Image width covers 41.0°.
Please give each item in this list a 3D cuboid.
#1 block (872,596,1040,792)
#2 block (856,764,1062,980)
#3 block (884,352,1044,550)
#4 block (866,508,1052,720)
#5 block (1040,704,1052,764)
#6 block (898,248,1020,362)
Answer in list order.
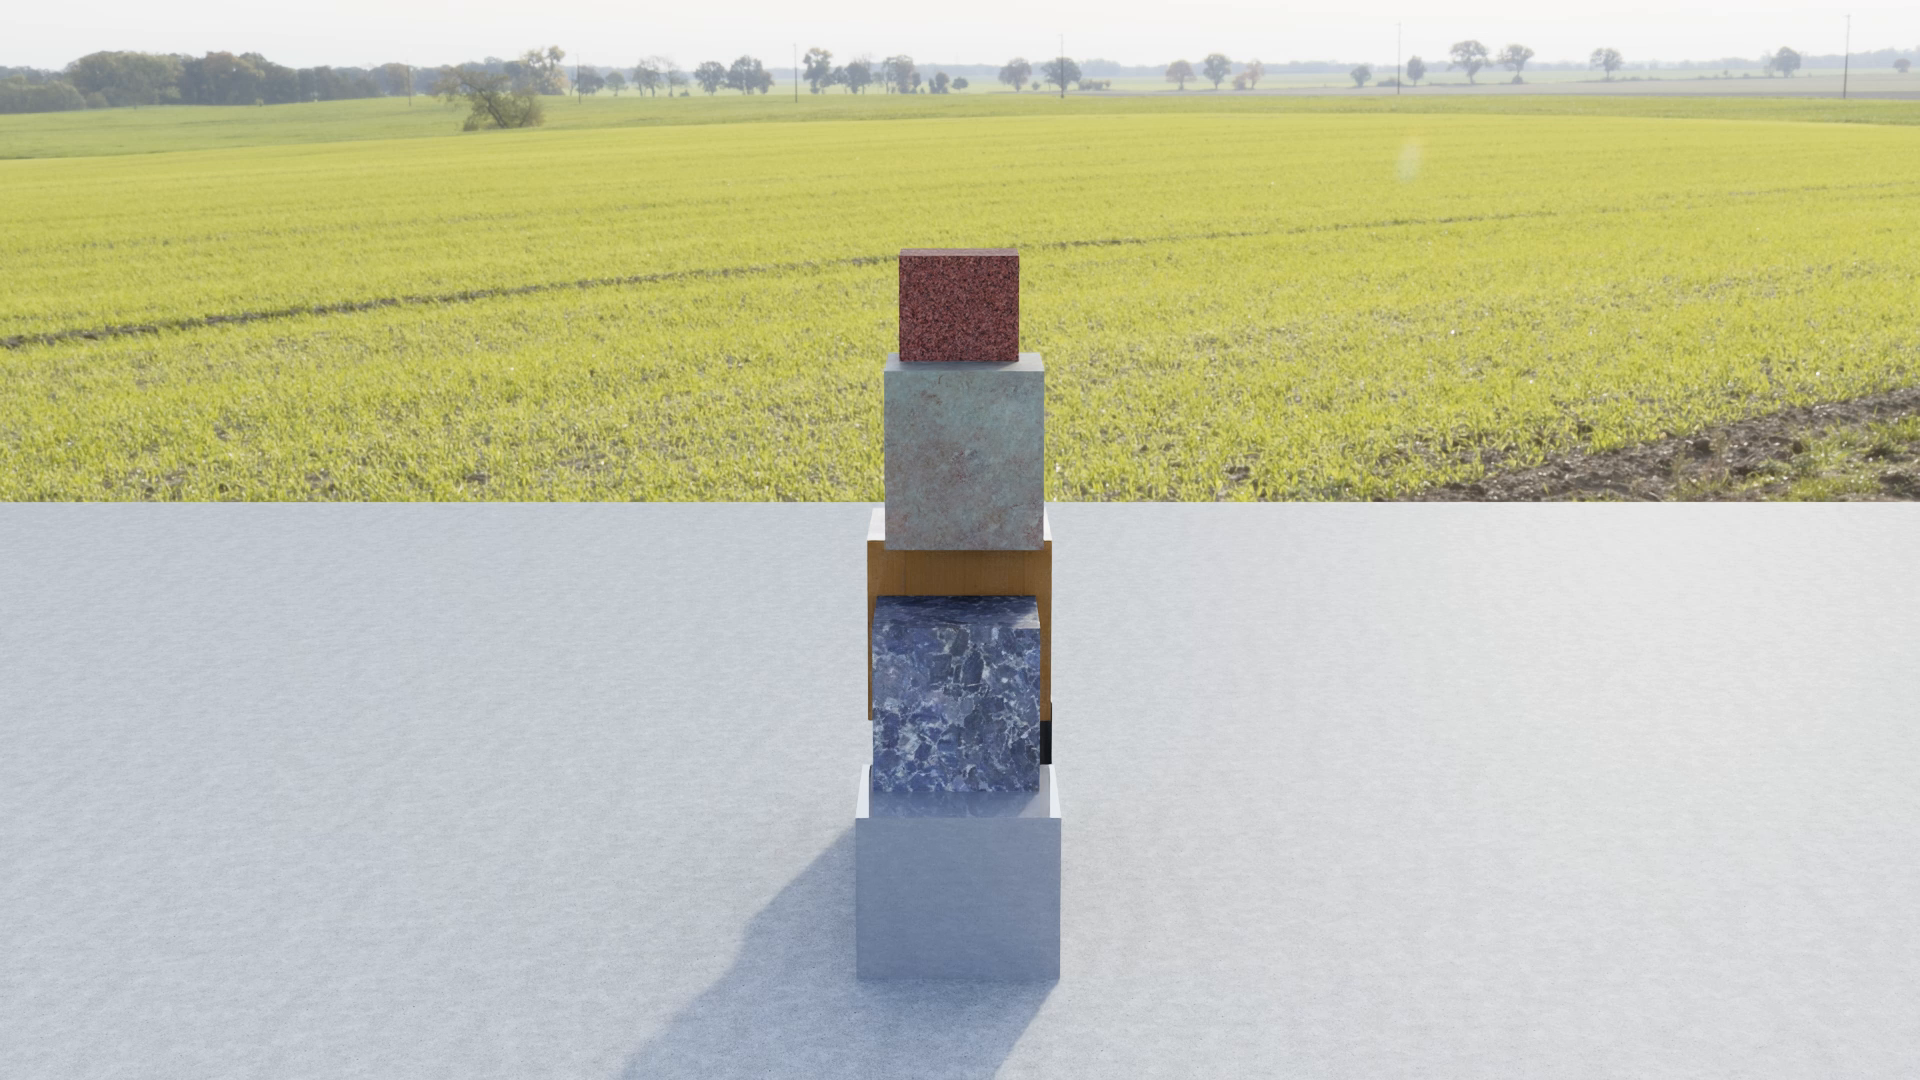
[{"bbox_3d":[-0.015,0.623,10.590,0.669,0.671,0.657,0,10,0],"label":"block"},{"bbox_3d":[-0.006,1.332,10.403,0.800,0.657,0.778,0,10,0],"label":"block"},{"bbox_3d":[0.018,-0.385,10.865,0.655,0.743,0.692,0,10,0],"label":"block"},{"bbox_3d":[-0.002,0.313,11.292,0.781,0.784,0.815,0,10,0],"label":"block"},{"bbox_3d":[0.017,1.030,11.719,0.779,0.780,0.739,0,10,0],"label":"block"},{"bbox_3d":[-0.004,-1.012,10.996,0.505,0.444,0.461,0,10,0],"label":"block"}]
